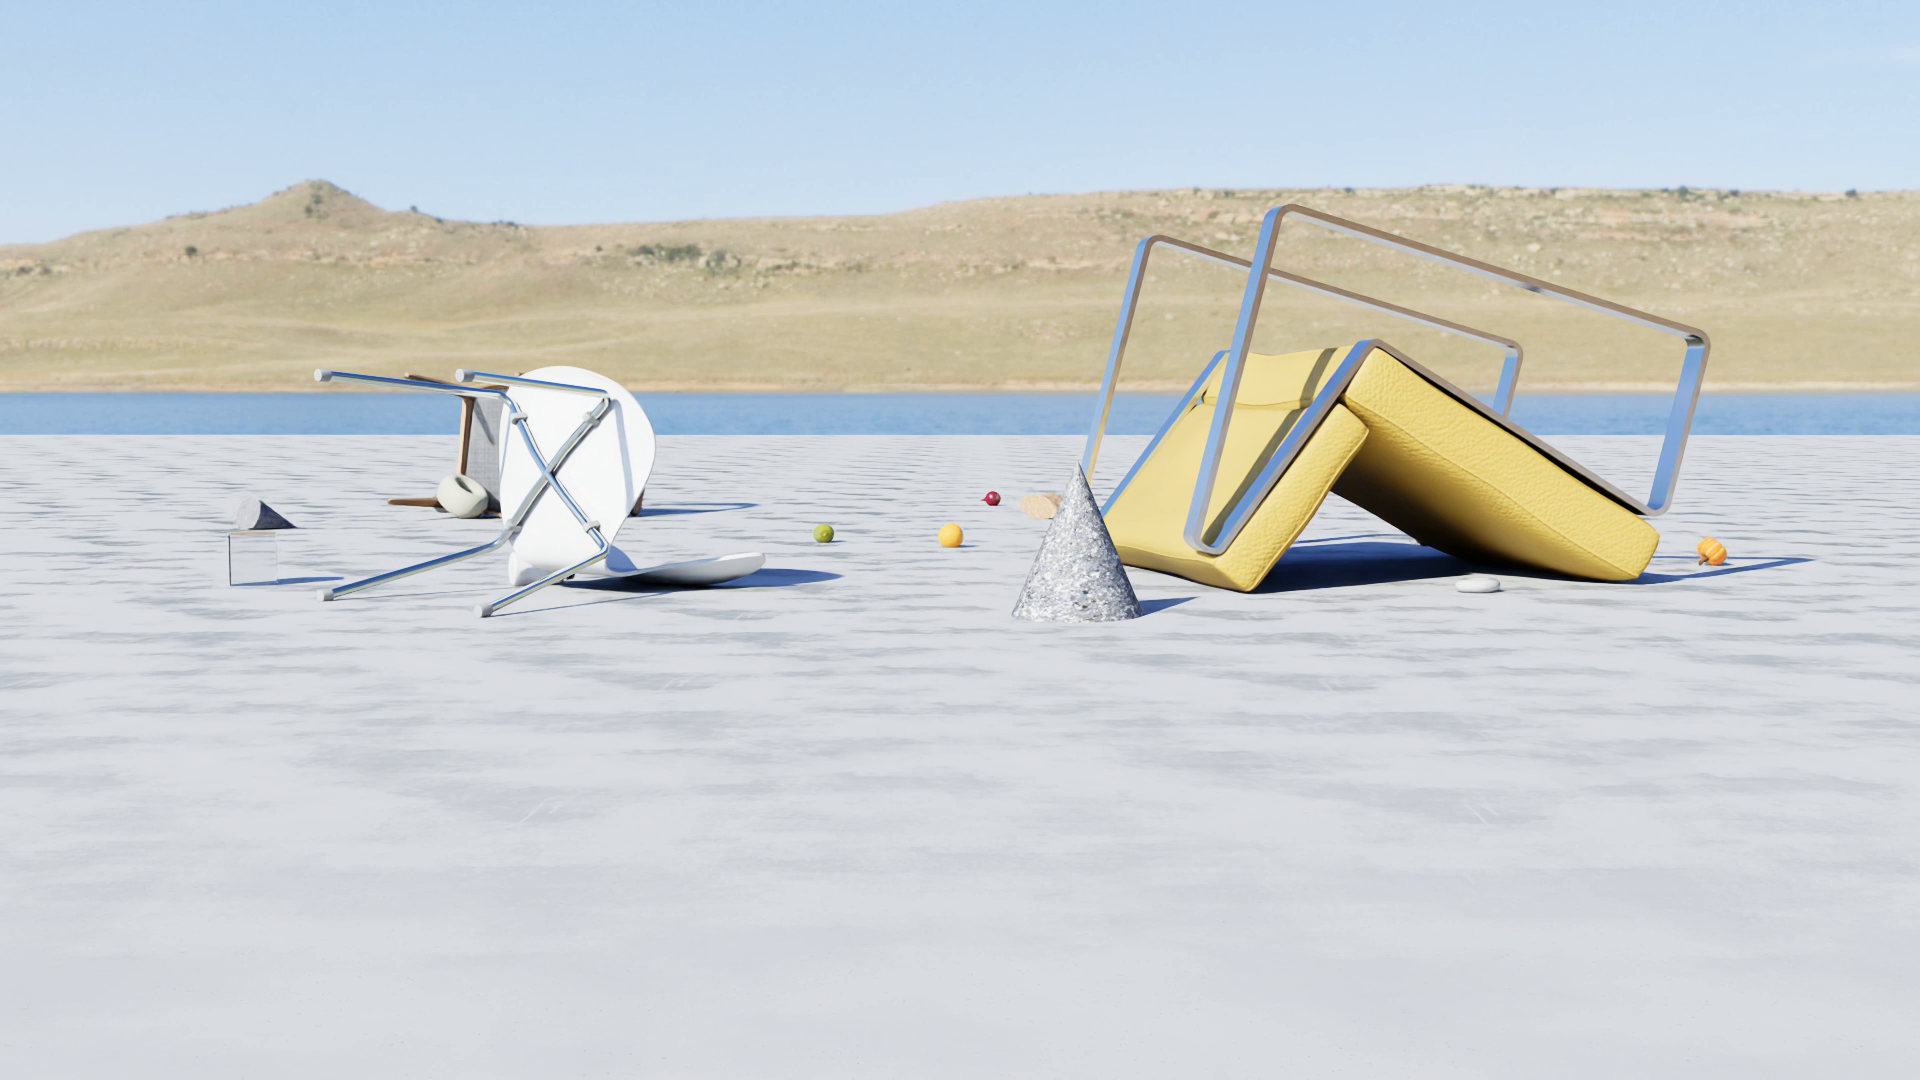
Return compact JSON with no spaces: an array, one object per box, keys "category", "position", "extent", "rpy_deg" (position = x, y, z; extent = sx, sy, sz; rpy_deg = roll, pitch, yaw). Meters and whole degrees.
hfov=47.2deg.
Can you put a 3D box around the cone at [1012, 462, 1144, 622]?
[{"category":"cone","position":[0.234,-0.005,4.370],"extent":[0.261,0.309,0.315],"rpy_deg":[1,4,15]}]

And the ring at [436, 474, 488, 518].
[{"category":"ring","position":[-1.727,-0.151,7.635],"extent":[0.180,0.096,0.191],"rpy_deg":[30,16,-14]}]

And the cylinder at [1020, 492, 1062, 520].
[{"category":"cylinder","position":[0.305,-0.117,7.616],"extent":[0.149,0.083,0.128],"rpy_deg":[17,13,31]}]

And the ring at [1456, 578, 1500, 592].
[{"category":"ring","position":[1.147,0.100,4.874],"extent":[0.116,0.029,0.089],"rpy_deg":[-2,4,-42]}]

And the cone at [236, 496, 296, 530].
[{"category":"cone","position":[-2.203,-0.062,7.053],"extent":[0.149,0.114,0.179],"rpy_deg":[11,-7,45]}]

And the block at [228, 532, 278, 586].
[{"category":"block","position":[-1.626,0.043,5.063],"extent":[0.102,0.117,0.095],"rpy_deg":[-1,4,-15]}]
